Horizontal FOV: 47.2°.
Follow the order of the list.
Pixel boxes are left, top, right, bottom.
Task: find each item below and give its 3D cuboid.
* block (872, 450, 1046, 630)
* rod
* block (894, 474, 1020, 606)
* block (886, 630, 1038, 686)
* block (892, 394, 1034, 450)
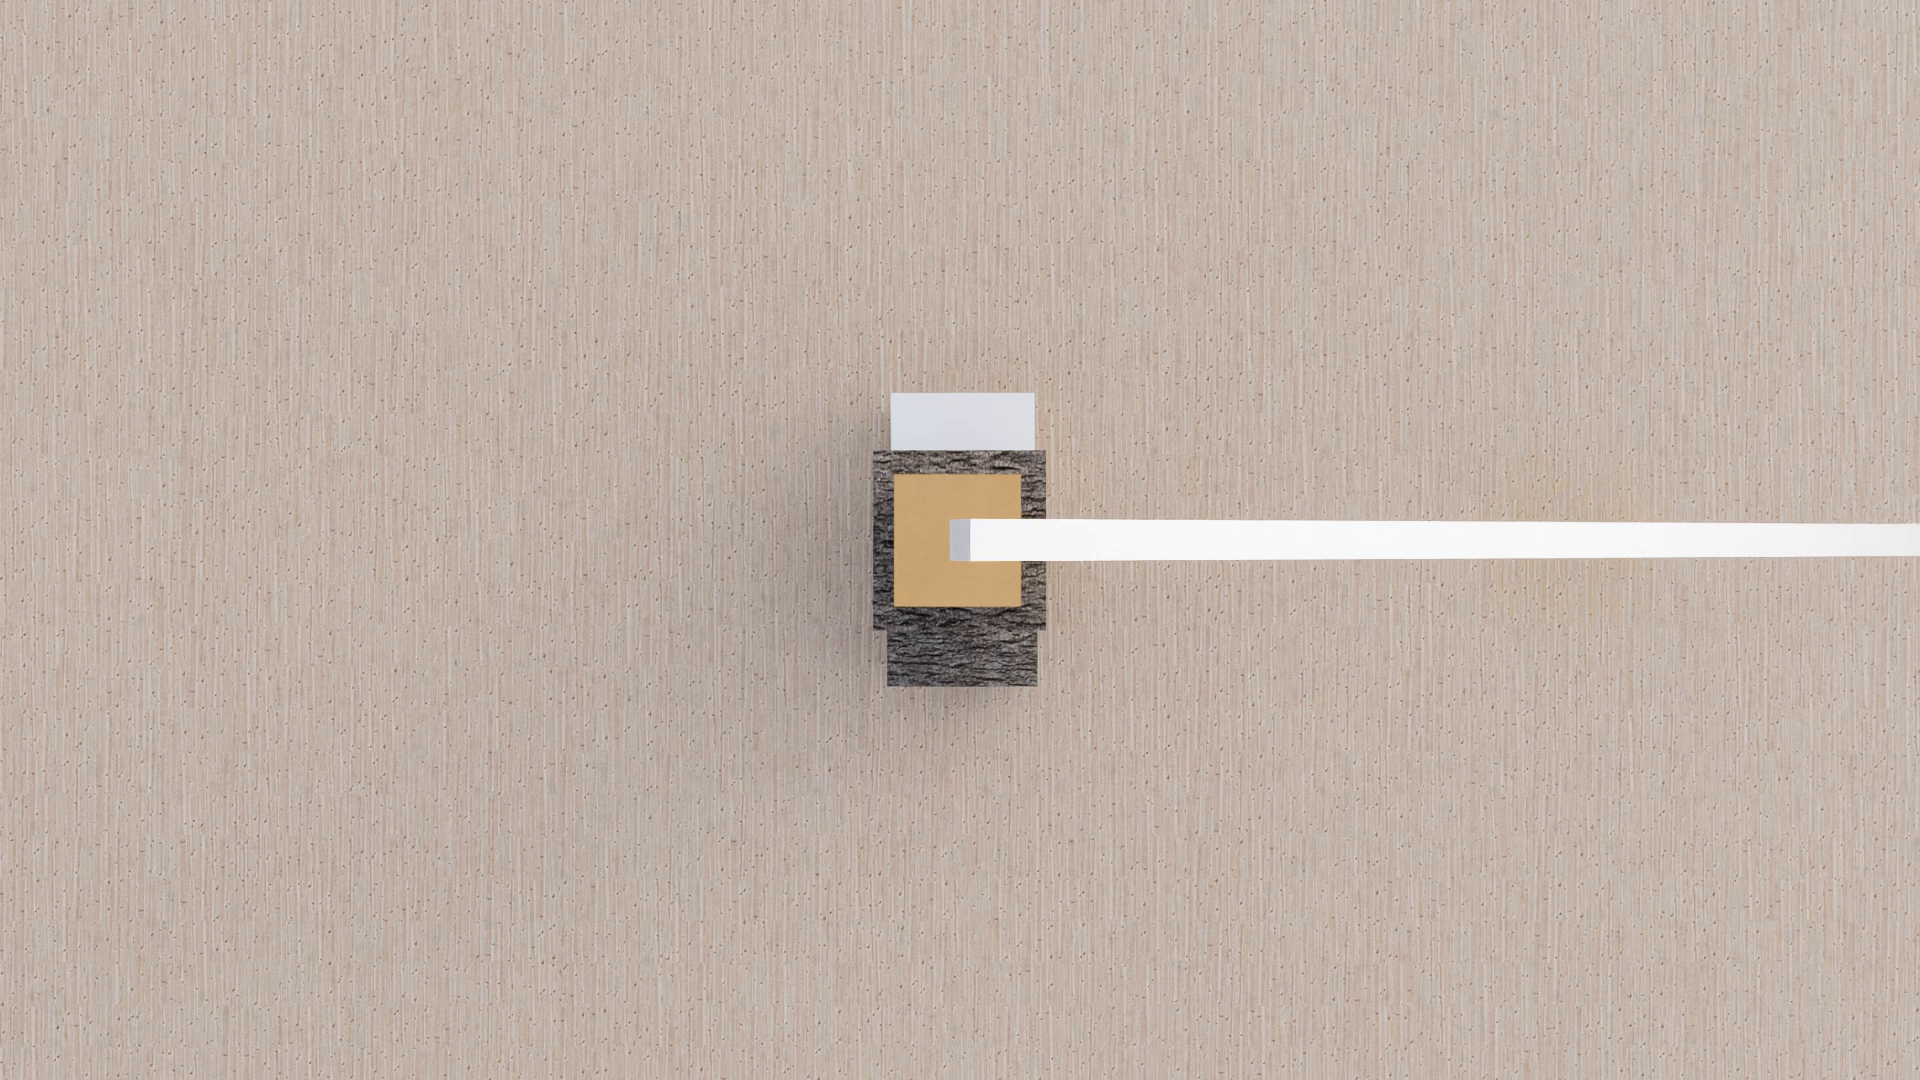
[{"bbox_3d":[-0.002,0.001,9.173,0.695,0.705,0.724,0,90,0],"label":"block"},{"bbox_3d":[2.234,0.000,5.539,5.200,0.080,0.080,0,90,-31],"label":"rod"},{"bbox_3d":[-0.009,0.002,8.584,0.481,0.473,0.502,0,90,0],"label":"block"},{"bbox_3d":[0.012,0.400,12.588,0.833,0.824,0.823,0,90,0],"label":"block"},{"bbox_3d":[0.016,-0.416,12.580,0.793,0.841,0.791,0,90,0],"label":"block"}]
